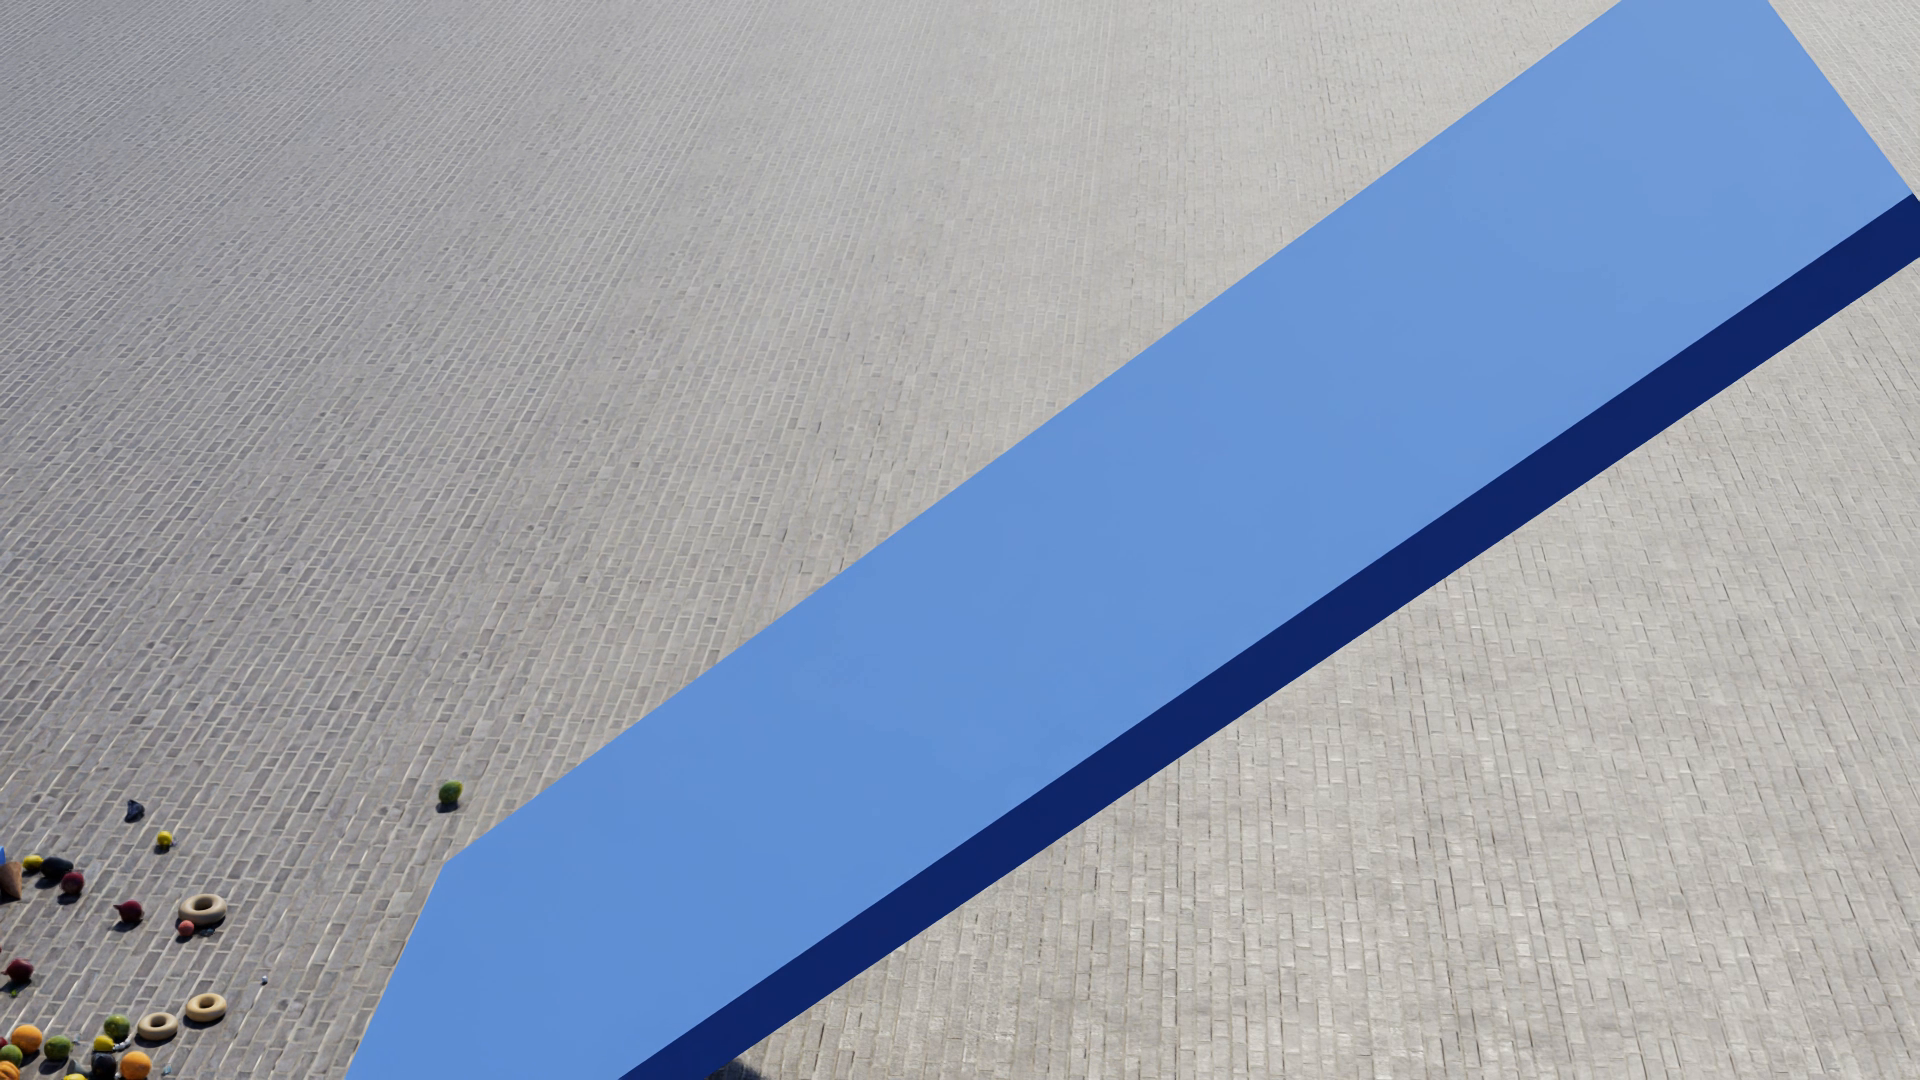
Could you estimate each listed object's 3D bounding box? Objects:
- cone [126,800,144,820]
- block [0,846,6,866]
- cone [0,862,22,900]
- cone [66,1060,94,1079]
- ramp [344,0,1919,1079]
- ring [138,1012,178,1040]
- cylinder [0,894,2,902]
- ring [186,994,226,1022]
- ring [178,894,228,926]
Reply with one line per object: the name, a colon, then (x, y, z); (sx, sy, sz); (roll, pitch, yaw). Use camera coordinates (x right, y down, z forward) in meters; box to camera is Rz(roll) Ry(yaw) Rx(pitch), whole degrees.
cone: (-2.322, 0.766, 8.244); (0.053, 0.053, 0.053); (11, 53, 23)
block: (-2.626, 0.872, 7.951); (0.066, 0.066, 0.066); (2, 24, 4)
cone: (-2.529, 0.926, 7.856); (0.095, 0.095, 0.095); (-19, 57, -37)
cone: (-2.109, 1.283, 7.066); (0.059, 0.059, 0.059); (18, 13, -31)
ramp: (0.120, 0.185, 6.341); (4.000, 0.100, 2.000); (-36, 16, 18)
ring: (-1.977, 1.199, 7.249); (0.099, 0.033, 0.099); (1, 25, 0)
cylinder: (-2.588, 0.929, 7.811); (0.074, 0.074, 0.074); (0, 24, 0)
ring: (-1.878, 1.165, 7.325); (0.101, 0.034, 0.101); (-1, 25, 0)
ring: (-1.995, 0.975, 7.747); (0.126, 0.042, 0.126); (-1, 25, 0)
